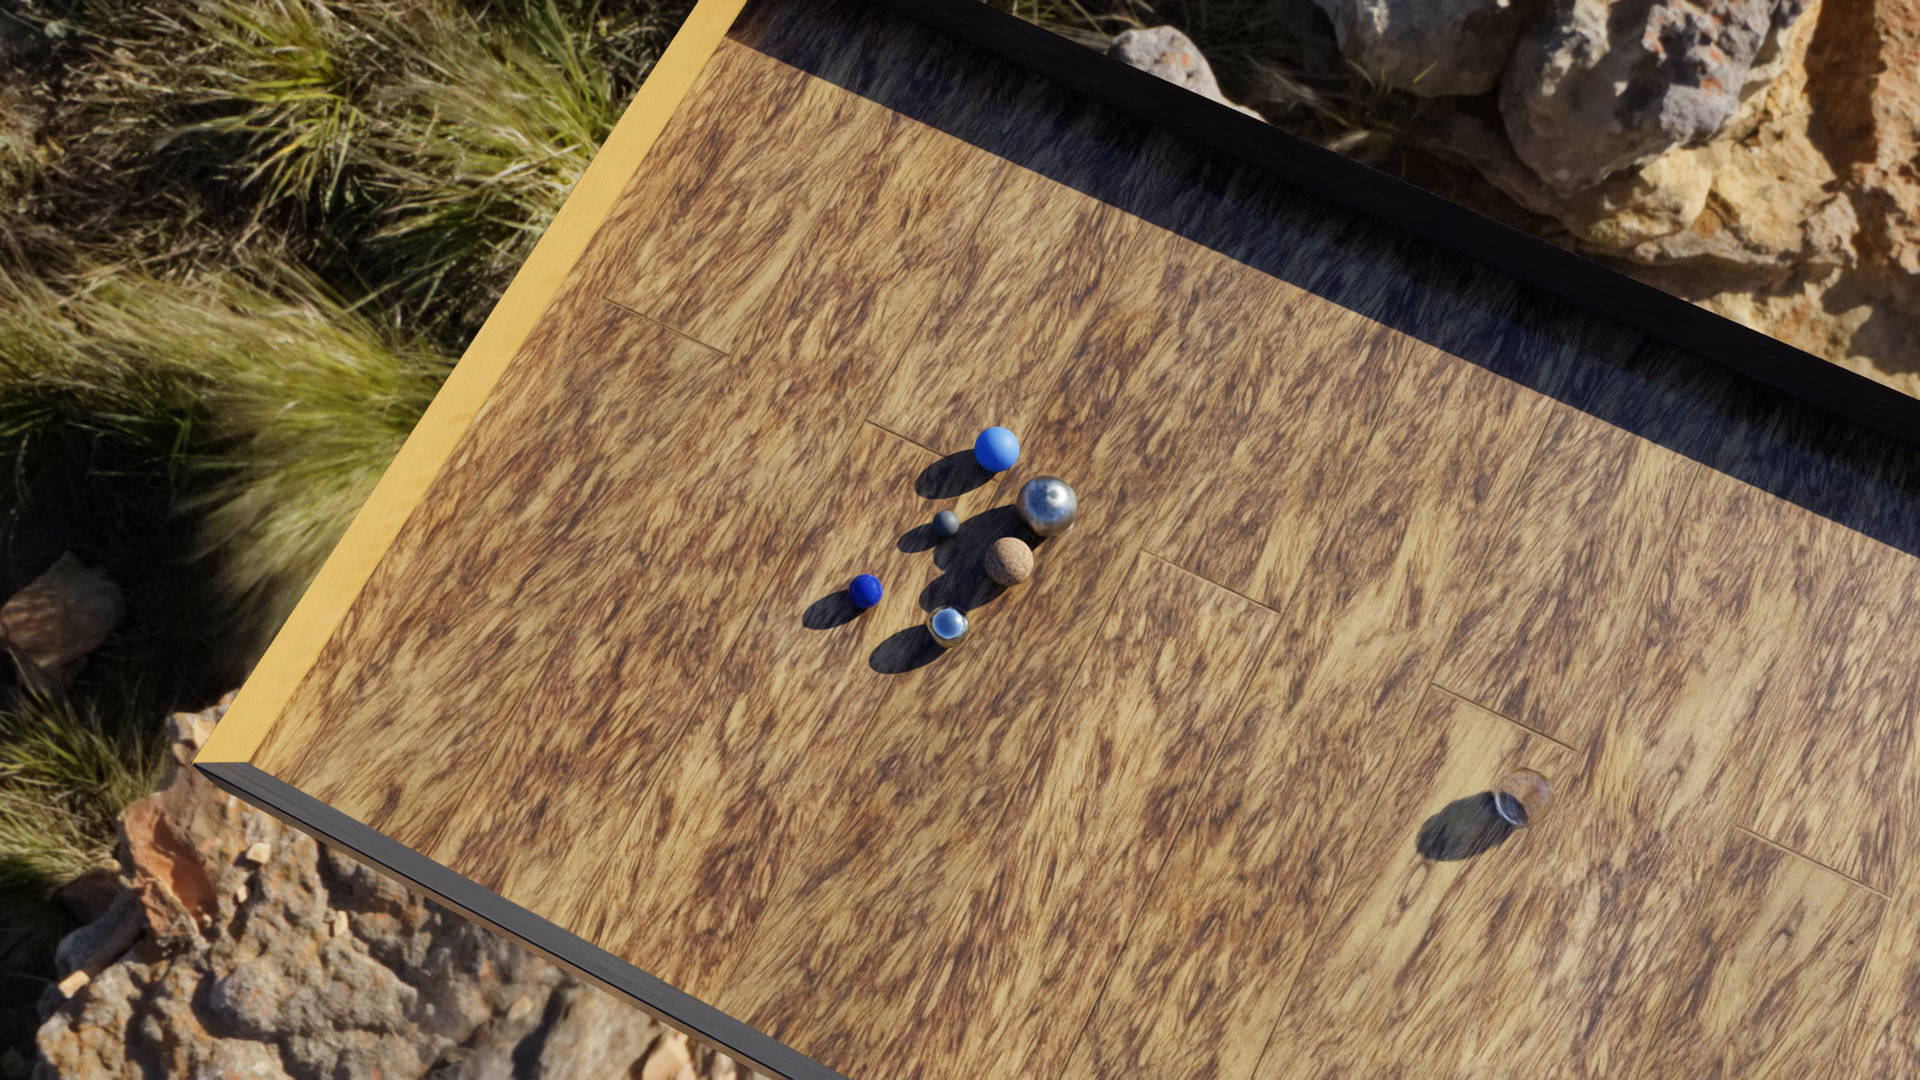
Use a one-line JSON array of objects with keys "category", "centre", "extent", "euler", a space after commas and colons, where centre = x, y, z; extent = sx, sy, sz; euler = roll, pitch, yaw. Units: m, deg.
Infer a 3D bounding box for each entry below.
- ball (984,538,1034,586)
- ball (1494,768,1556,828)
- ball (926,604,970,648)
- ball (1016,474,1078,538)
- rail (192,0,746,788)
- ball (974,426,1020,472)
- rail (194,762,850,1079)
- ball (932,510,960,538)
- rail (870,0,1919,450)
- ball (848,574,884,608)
[{"category": "ball", "centre": [0.077, 0.034, 3.474], "extent": [0.078, 0.078, 0.078], "euler": [0, 68, 0]}, {"category": "ball", "centre": [0.854, 0.389, 3.323], "extent": [0.090, 0.090, 0.090], "euler": [0, 68, 0]}, {"category": "ball", "centre": [-0.018, 0.135, 3.438], "extent": [0.068, 0.068, 0.068], "euler": [0, 68, 0]}, {"category": "ball", "centre": [0.138, -0.054, 3.498], "extent": [0.099, 0.099, 0.099], "euler": [0, 68, 0]}, {"category": "rail", "centre": [-0.723, -0.353, 3.603], "extent": [0.045, 0.128, 1.740], "euler": [25, 70, 10]}, {"category": "ball", "centre": [0.060, -0.146, 3.549], "extent": [0.073, 0.073, 0.073], "euler": [0, 68, 0]}, {"category": "rail", "centre": [0.360, 1.038, 3.036], "extent": [3.342, 0.128, 0.045], "euler": [25, 70, 10]}, {"category": "ball", "centre": [-0.022, -0.026, 3.517], "extent": [0.043, 0.043, 0.043], "euler": [0, 68, 0]}, {"category": "rail", "centre": [1.129, -0.358, 3.605], "extent": [3.342, 0.128, 0.045], "euler": [25, 70, 10]}, {"category": "ball", "centre": [-0.149, 0.081, 3.466], "extent": [0.056, 0.056, 0.056], "euler": [0, 68, 0]}]
